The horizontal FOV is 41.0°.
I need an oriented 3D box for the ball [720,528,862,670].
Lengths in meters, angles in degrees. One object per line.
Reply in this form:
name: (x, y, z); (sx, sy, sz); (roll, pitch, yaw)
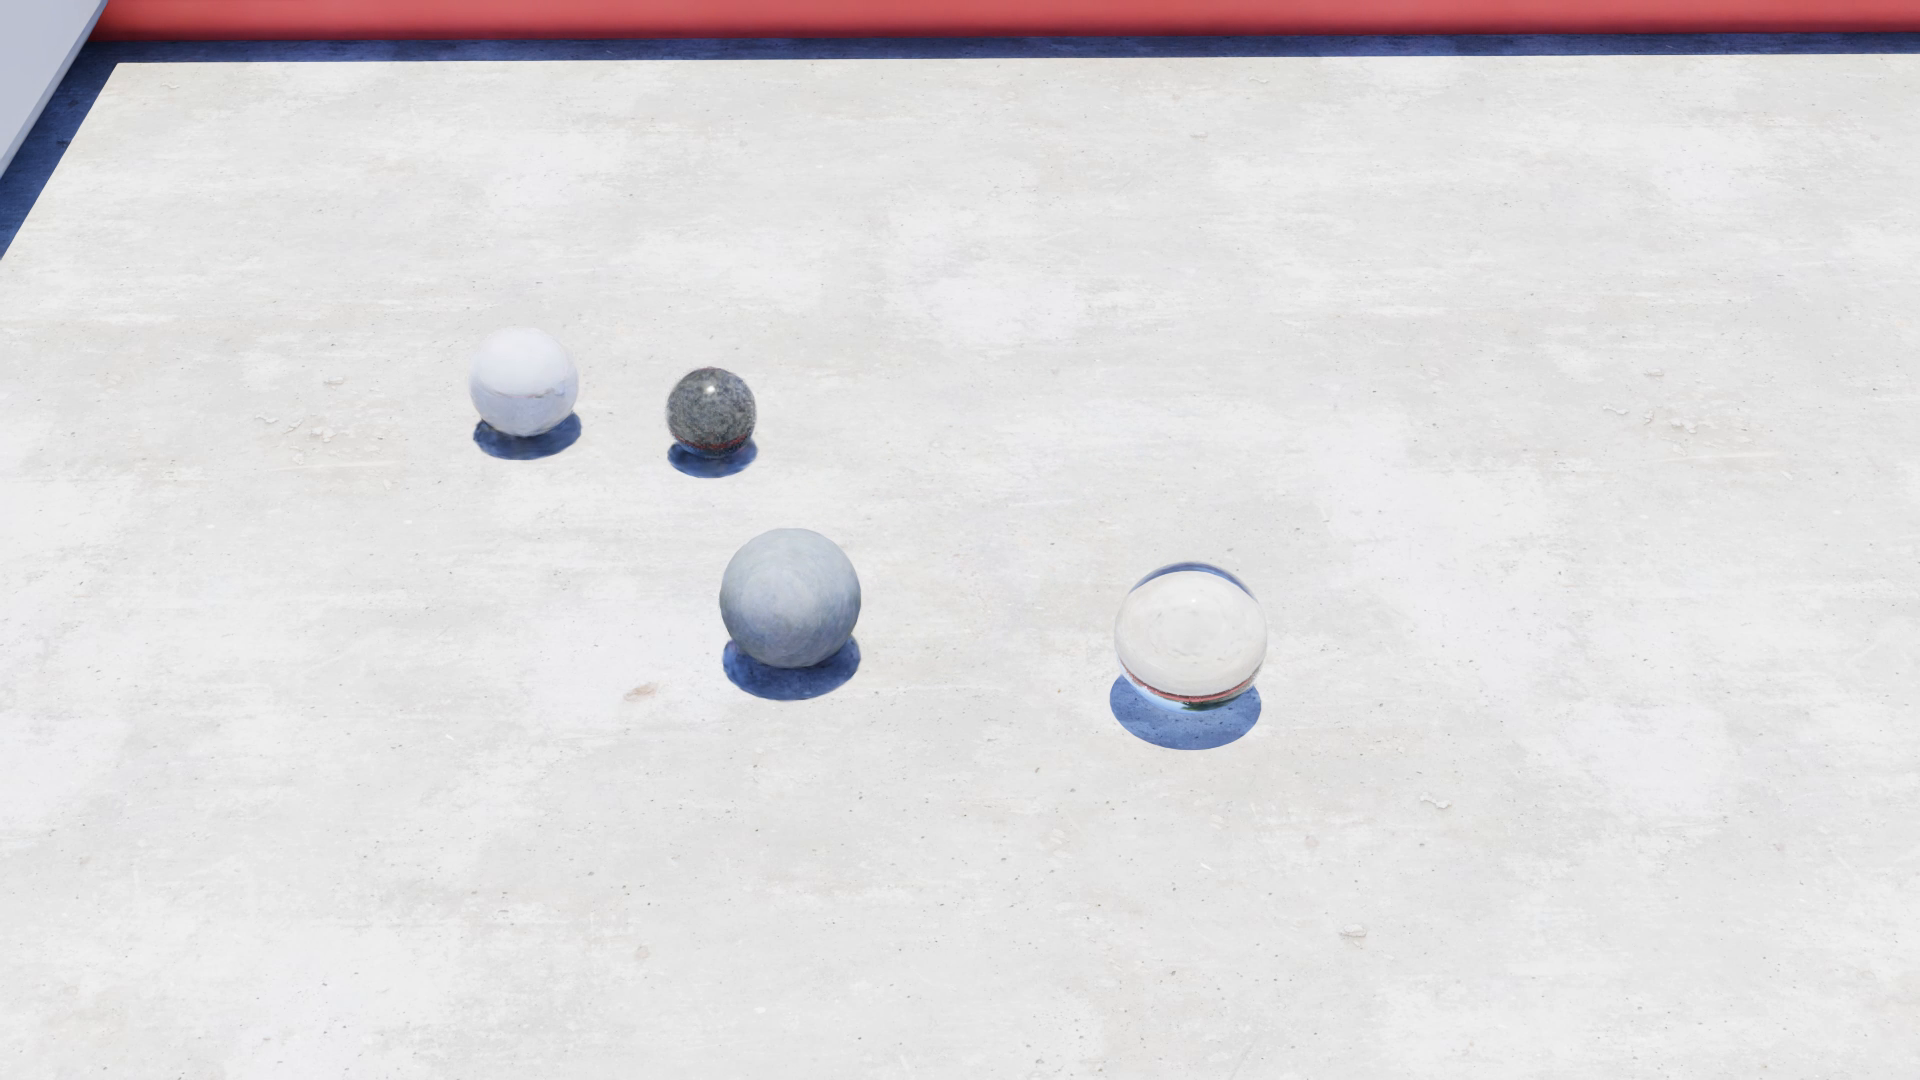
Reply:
ball: (-0.109, 0.037, 1.642); (0.091, 0.091, 0.091); (0, 36, 0)

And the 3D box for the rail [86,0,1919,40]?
rail: (0.810, -0.523, 2.393); (3.281, 0.125, 0.045); (0, 36, -1)

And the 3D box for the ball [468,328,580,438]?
ball: (-0.317, -0.114, 1.863); (0.080, 0.080, 0.080); (0, 36, 0)

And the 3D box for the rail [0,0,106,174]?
rail: (-0.797, -0.012, 1.679); (0.045, 0.125, 1.766); (0, 36, -1)

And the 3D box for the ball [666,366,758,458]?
ball: (-0.178, -0.091, 1.843); (0.066, 0.066, 0.066); (0, 36, 0)

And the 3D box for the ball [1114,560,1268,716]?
ball: (0.144, 0.061, 1.604); (0.097, 0.097, 0.097); (0, 36, 0)
